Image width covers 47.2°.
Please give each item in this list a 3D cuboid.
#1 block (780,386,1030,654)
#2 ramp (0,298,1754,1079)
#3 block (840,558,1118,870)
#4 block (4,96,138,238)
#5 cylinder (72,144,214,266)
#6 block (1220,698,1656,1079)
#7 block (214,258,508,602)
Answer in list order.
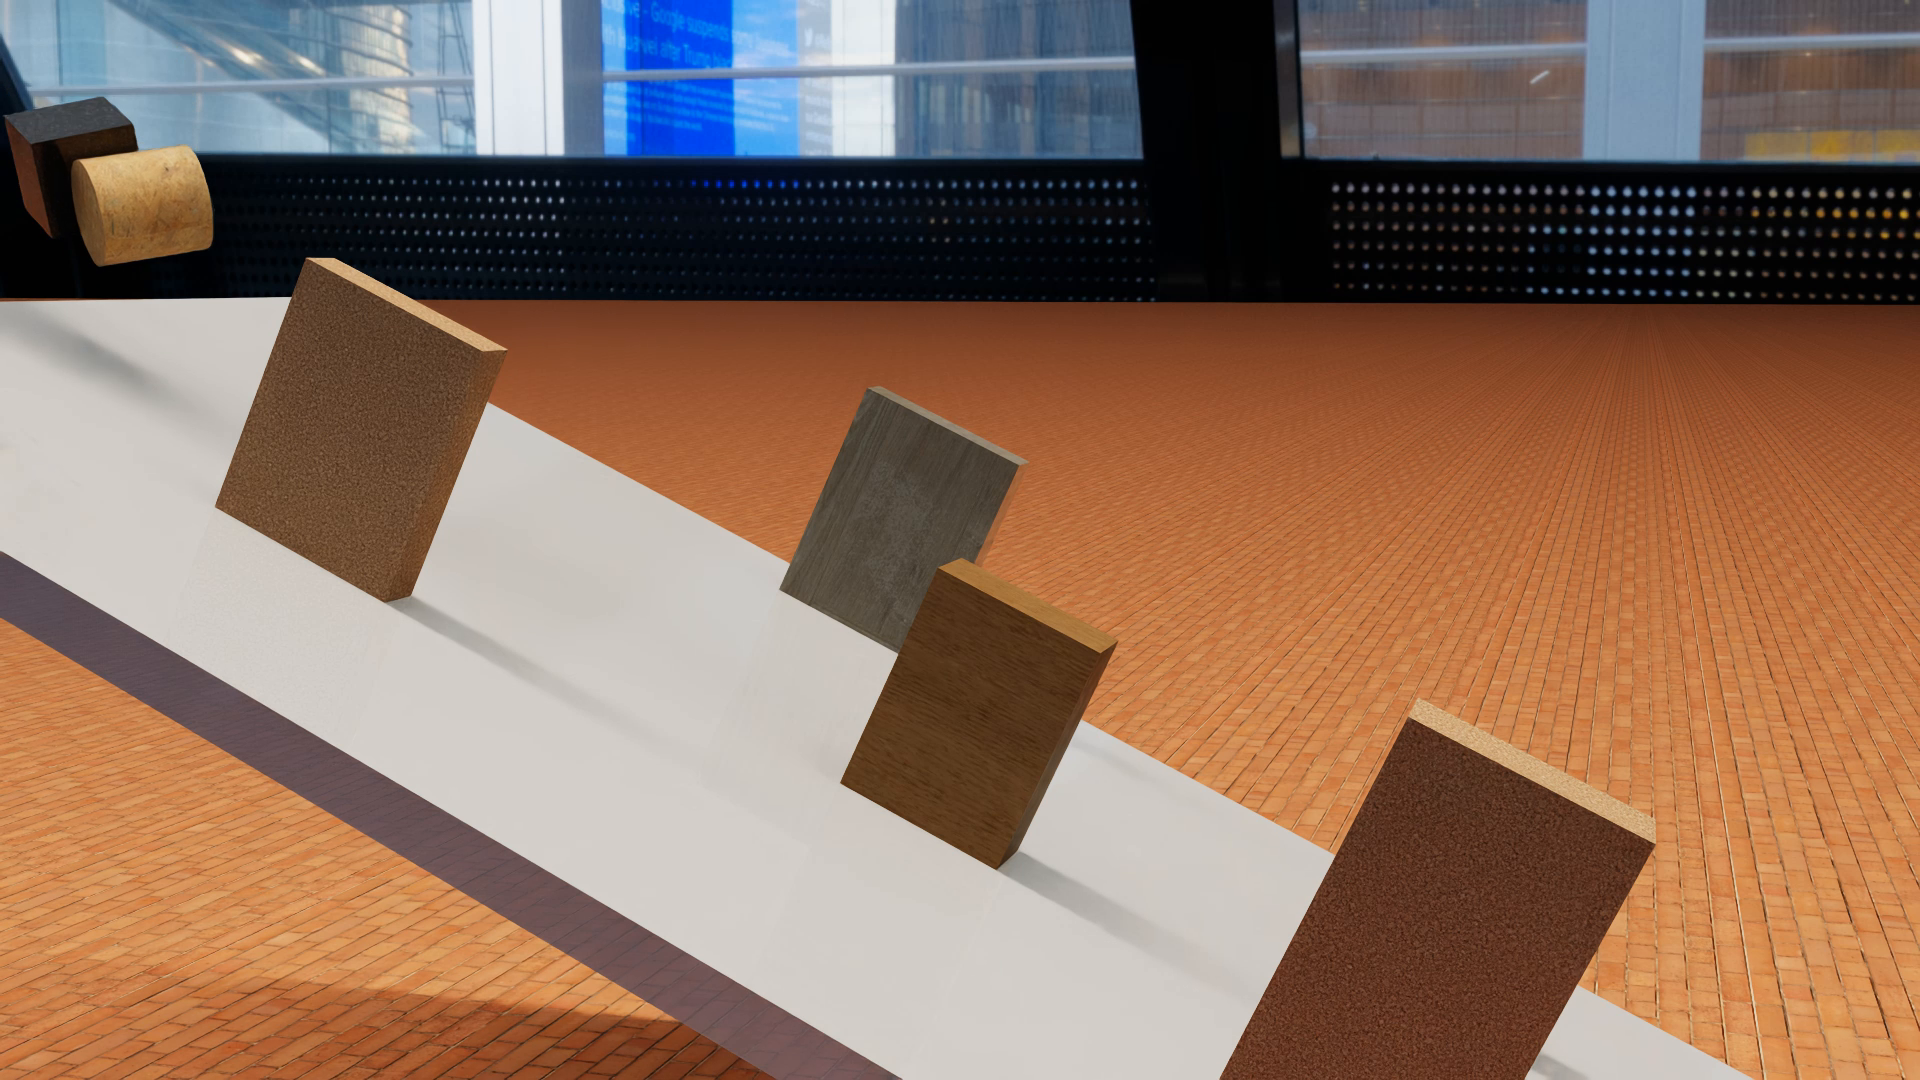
[{"bbox_3d":[-0.128,-0.030,4.932,0.387,0.509,0.087,28,14,12],"label":"block"},{"bbox_3d":[-0.264,0.451,4.170,4.000,0.100,2.000,28,14,12],"label":"ramp"},{"bbox_3d":[0.034,0.315,4.026,0.331,0.450,0.146,28,14,12],"label":"block"},{"bbox_3d":[-1.783,-0.755,4.446,0.199,0.199,0.199,-20,36,-30],"label":"block"},{"bbox_3d":[-1.616,-0.662,4.346,0.209,0.209,0.209,-16,14,-32],"label":"cylinder"},{"bbox_3d":[0.603,0.650,3.015,0.350,0.784,0.139,28,14,12],"label":"block"},{"bbox_3d":[-1.078,-0.198,3.944,0.381,0.496,0.089,28,14,12],"label":"block"}]
